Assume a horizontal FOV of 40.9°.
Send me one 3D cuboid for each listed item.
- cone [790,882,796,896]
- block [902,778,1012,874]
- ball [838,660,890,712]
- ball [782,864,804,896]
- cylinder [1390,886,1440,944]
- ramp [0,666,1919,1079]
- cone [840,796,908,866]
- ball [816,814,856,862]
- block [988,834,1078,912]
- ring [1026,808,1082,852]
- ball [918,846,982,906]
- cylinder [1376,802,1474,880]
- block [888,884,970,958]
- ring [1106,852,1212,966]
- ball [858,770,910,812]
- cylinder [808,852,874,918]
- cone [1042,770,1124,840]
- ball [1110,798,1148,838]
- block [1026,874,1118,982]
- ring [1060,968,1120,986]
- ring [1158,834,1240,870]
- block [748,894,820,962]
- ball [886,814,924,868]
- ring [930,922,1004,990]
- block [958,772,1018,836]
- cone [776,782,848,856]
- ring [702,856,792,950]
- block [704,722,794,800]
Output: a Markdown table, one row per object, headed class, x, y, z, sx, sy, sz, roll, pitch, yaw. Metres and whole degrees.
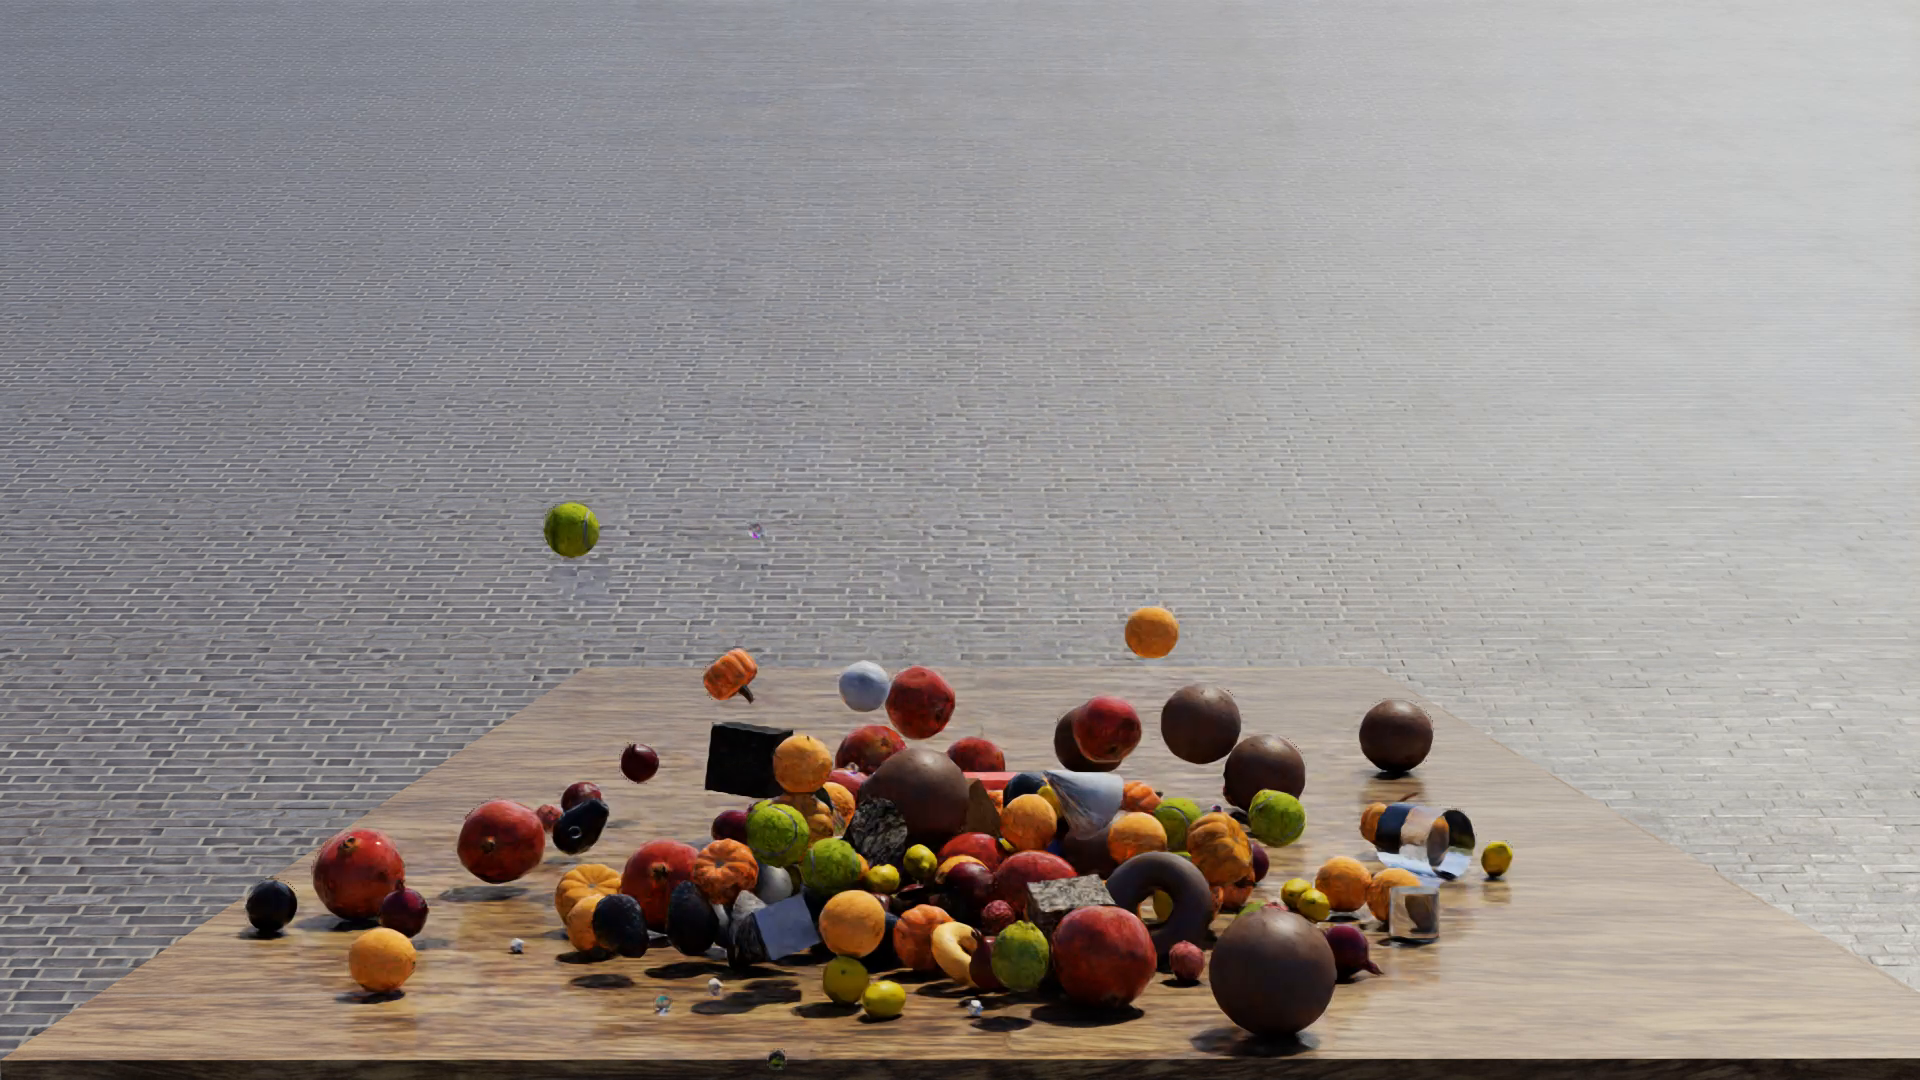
| class | x | y | z | sx | sy | sz | roll | pitch | yaw |
| --- | --- | --- | --- | --- | --- | --- | --- | --- | --- |
| cone | -0.214 | 0.449 | 3.193 | 0.058 | 0.058 | 0.058 | -14 | 6 | -30 |
| block | -0.013 | 0.384 | 3.402 | 0.096 | 0.096 | 0.096 | -12 | 23 | 46 |
| ball | -0.111 | 0.170 | 2.979 | 0.060 | 0.060 | 0.060 | 0 | 22 | 0 |
| ball | -0.230 | 0.445 | 3.282 | 0.063 | 0.063 | 0.063 | 0 | 22 | 0 |
| cylinder | 0.551 | 0.454 | 3.117 | 0.060 | 0.060 | 0.060 | 0 | 3 | 0 |
| ramp | 0.052 | 0.467 | 4.534 | 2.000 | 0.100 | 4.000 | 0 | 3 | 0 |
| cone | -0.121 | 0.358 | 3.111 | 0.083 | 0.083 | 0.083 | -21 | 0 | -41 |
| ball | -0.179 | 0.423 | 3.660 | 0.070 | 0.070 | 0.070 | 0 | 22 | 0 |
| block | 0.094 | 0.432 | 3.336 | 0.084 | 0.084 | 0.084 | 2 | 3 | 37 |
| ring | 0.132 | 0.411 | 3.611 | 0.089 | 0.089 | 0.030 | 22 | 65 | 42 |
| ball | -0.013 | 0.435 | 3.302 | 0.081 | 0.081 | 0.081 | 0 | 22 | 0 |
| cylinder | 0.642 | 0.415 | 3.554 | 0.096 | 0.096 | 0.096 | -17 | 12 | -36 |
| block | -0.035 | 0.448 | 3.024 | 0.068 | 0.068 | 0.068 | -10 | 3 | -25 |
| ring | 0.226 | 0.428 | 2.988 | 0.137 | 0.046 | 0.137 | -10 | 61 | 19 |
| ball | -0.109 | 0.367 | 3.674 | 0.075 | 0.075 | 0.075 | 0 | 22 | 0 |
| cylinder | -0.149 | 0.434 | 3.237 | 0.060 | 0.060 | 0.060 | -26 | 75 | -47 |
| cone | 0.129 | 0.291 | 3.018 | 0.090 | 0.090 | 0.090 | 35 | 9 | -25 |
| ball | 0.252 | 0.419 | 3.865 | 0.059 | 0.059 | 0.059 | 0 | 22 | 0 |
| block | 0.125 | 0.431 | 2.862 | 0.082 | 0.082 | 0.082 | -6 | 16 | -9 |
| ring | 0.140 | 0.482 | 2.890 | 0.078 | 0.026 | 0.078 | 0 | 3 | 0 |
| ring | 0.338 | 0.441 | 3.629 | 0.115 | 0.038 | 0.115 | 0 | 3 | 0 |
| block | -0.193 | 0.427 | 2.828 | 0.057 | 0.057 | 0.057 | -20 | -6 | -13 |
| ball | -0.082 | 0.389 | 3.331 | 0.070 | 0.070 | 0.070 | 0 | 22 | 0 |
| ring | 0.008 | 0.462 | 2.857 | 0.092 | 0.031 | 0.092 | 31 | 21 | -13 |
| block | 0.043 | 0.403 | 3.938 | 0.085 | 0.085 | 0.085 | 0 | 3 | 4 |
| cone | -0.168 | 0.368 | 3.293 | 0.096 | 0.096 | 0.096 | 23 | -2 | 44 |
| ring | -0.252 | 0.429 | 3.045 | 0.122 | 0.041 | 0.122 | -21 | 46 | 23 |
| block | -0.316 | 0.330 | 3.853 | 0.097 | 0.097 | 0.097 | 8 | 1 | 13 |
